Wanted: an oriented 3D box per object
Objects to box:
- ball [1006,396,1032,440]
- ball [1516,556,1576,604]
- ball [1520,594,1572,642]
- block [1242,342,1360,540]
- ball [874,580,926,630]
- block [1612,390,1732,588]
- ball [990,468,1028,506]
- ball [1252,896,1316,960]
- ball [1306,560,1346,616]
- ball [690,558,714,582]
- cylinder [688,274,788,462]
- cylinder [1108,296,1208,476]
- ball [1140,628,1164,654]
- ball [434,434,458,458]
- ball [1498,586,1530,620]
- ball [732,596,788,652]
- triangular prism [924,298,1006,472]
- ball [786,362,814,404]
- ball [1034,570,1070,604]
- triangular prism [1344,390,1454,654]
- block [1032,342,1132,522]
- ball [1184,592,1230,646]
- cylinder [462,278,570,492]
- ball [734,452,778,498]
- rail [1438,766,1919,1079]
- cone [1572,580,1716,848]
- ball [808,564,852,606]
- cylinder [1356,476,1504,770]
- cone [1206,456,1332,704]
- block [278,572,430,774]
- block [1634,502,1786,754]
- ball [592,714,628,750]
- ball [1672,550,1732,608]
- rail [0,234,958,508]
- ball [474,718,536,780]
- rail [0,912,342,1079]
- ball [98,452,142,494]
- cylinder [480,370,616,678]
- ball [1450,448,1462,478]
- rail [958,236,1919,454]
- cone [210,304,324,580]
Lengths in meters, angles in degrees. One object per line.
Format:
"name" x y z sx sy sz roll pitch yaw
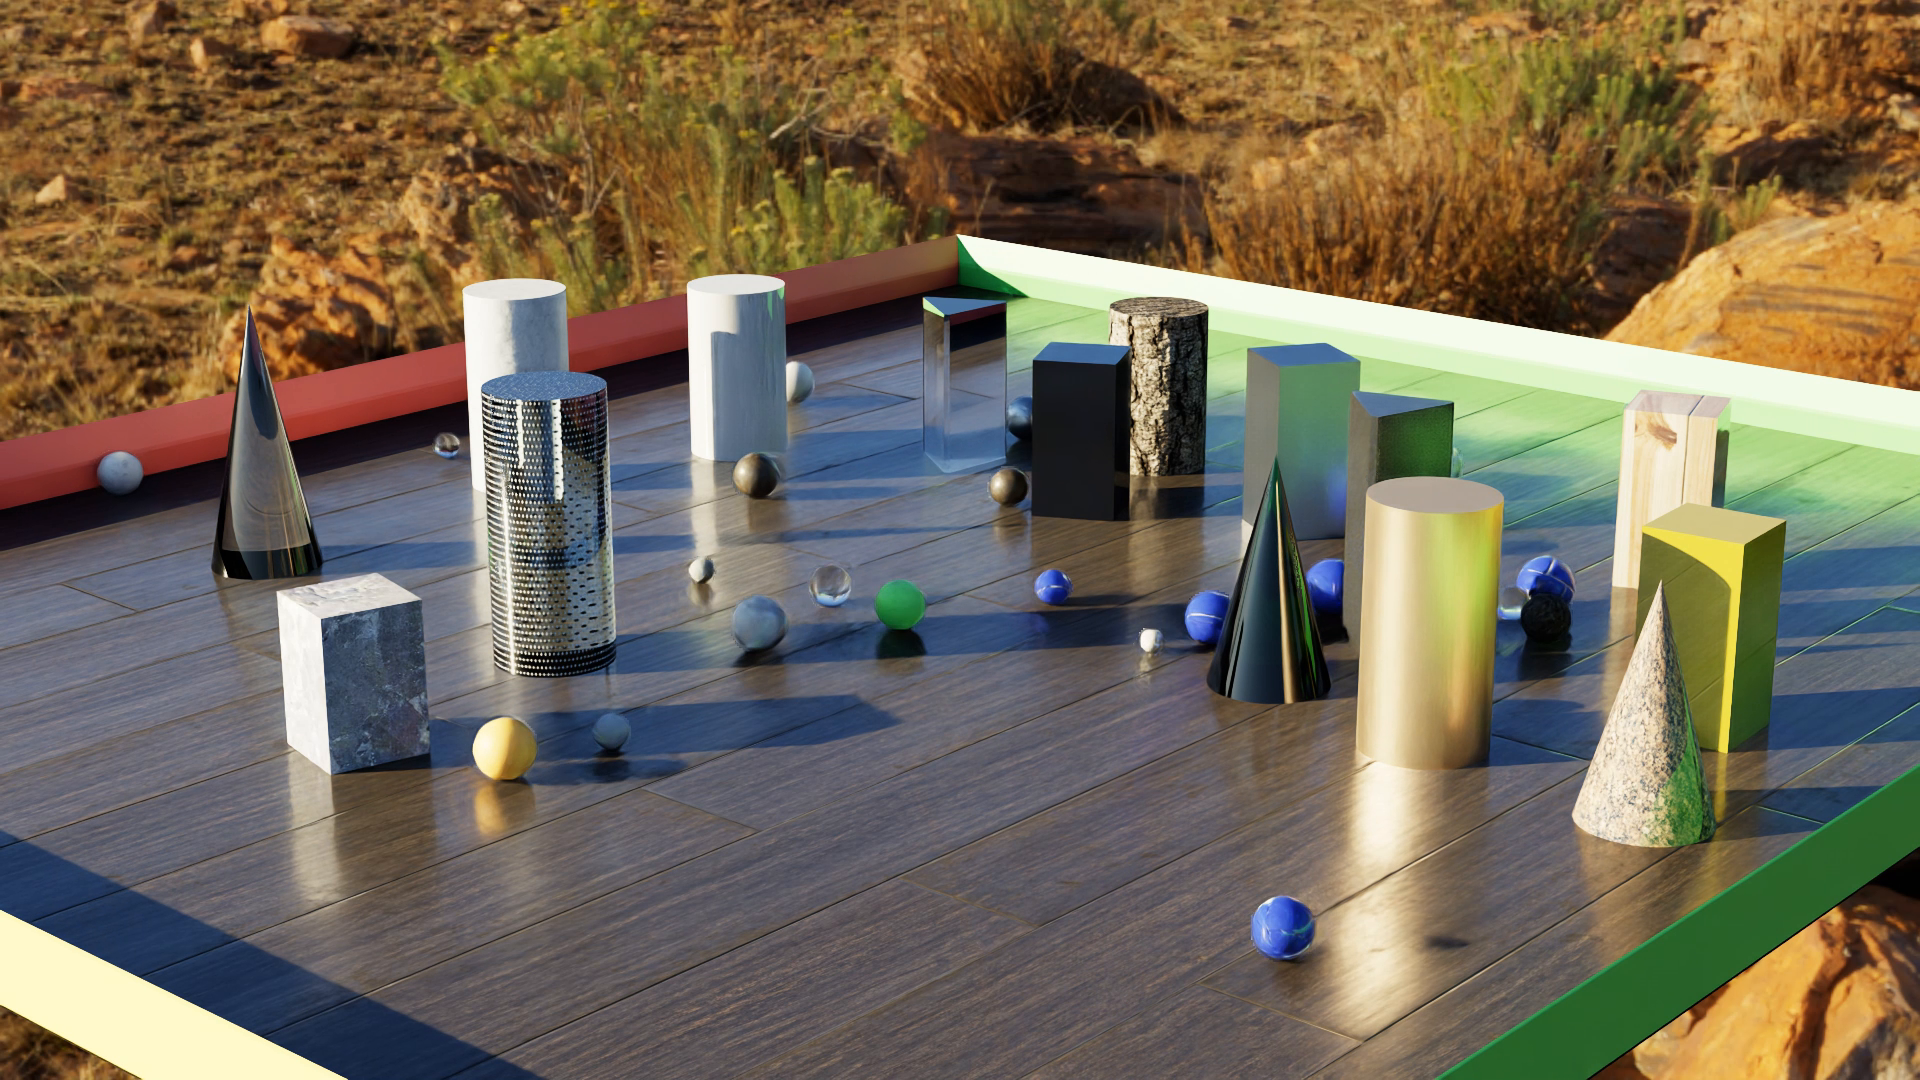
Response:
"ball" 0.142 -0.255 6.141 0.094 0.094 0.094 0 17 0
"ball" 1.006 0.077 5.032 0.098 0.098 0.098 0 17 0
"ball" 0.975 0.130 4.883 0.082 0.082 0.082 0 17 0
"block" 0.637 -0.184 5.488 0.160 0.334 0.160 -5 17 -16
"ball" -0.101 0.109 4.946 0.086 0.086 0.086 0 17 0
"block" 1.259 -0.085 5.183 0.160 0.321 0.160 7 18 22
"ball" 0.094 -0.103 5.670 0.074 0.074 0.074 0 17 0
"ball" 0.408 0.489 3.695 0.080 0.080 0.080 0 17 0
"ball" 0.636 0.082 5.014 0.098 0.098 0.098 0 17 0
"ball" -0.458 0.054 5.202 0.044 0.044 0.044 0 17 0
"cylinder" -0.457 -0.355 6.033 0.200 0.348 0.200 0 17 0
"cylinder" 0.399 -0.312 5.930 0.200 0.325 0.200 0 17 0
"ball" 0.317 0.166 4.834 0.041 0.041 0.041 0 17 0
"ball" -1.053 -0.194 6.014 0.049 0.049 0.049 0 17 0
"ball" 0.940 0.107 4.994 0.061 0.061 0.061 0 17 0
"ball" -0.331 0.138 4.840 0.091 0.091 0.091 0 17 0
"triangular prism" -0.019 -0.324 5.968 0.150 0.325 0.173 16 23 42
"ball" -0.364 -0.345 6.446 0.091 0.091 0.091 0 17 0
"ball" 0.160 0.081 5.080 0.061 0.061 0.061 0 17 0
"triangular prism" 0.690 -0.029 4.834 0.173 0.415 0.150 -11 20 -32
"block" 0.234 -0.209 5.621 0.160 0.306 0.160 4 17 14
"ball" 0.417 0.131 4.868 0.089 0.089 0.089 0 17 0
"cylinder" -0.870 -0.303 5.782 0.200 0.392 0.200 0 17 0
"ball" -0.398 -0.127 5.723 0.089 0.089 0.089 0 17 0
"rail" 1.303 0.359 4.037 0.045 0.130 4.007 14 22 39
"cone" 0.967 0.224 4.092 0.200 0.357 0.200 0 17 0
"ball" -0.225 0.078 5.069 0.074 0.074 0.074 0 17 0
"cylinder" 0.698 0.122 4.366 0.200 0.395 0.200 0 17 0
"cone" 0.494 0.047 4.642 0.200 0.379 0.200 0 17 0
"block" -0.905 0.198 4.381 0.160 0.242 0.160 -11 20 -33
"block" 1.135 0.131 4.455 0.160 0.327 0.160 12 21 35
"ball" -0.525 0.287 4.408 0.054 0.054 0.054 0 17 0
"ball" 1.280 0.067 5.060 0.100 0.100 0.100 0 17 0
"rail" -1.303 -0.294 6.203 0.045 0.130 4.007 14 22 39
"ball" -0.665 0.305 4.284 0.091 0.091 0.091 0 17 0
"rail" -1.298 0.464 3.688 3.498 0.130 0.045 14 22 39
"ball" -1.645 -0.131 5.743 0.086 0.086 0.086 0 17 0
"cylinder" -0.664 -0.027 4.748 0.200 0.460 0.200 0 17 0
"ball" 0.952 -0.149 5.808 0.084 0.084 0.084 0 17 0
"rail" 1.298 -0.398 6.551 3.498 0.130 0.045 14 22 39
"cone" -1.256 -0.189 5.247 0.200 0.482 0.200 0 17 0
